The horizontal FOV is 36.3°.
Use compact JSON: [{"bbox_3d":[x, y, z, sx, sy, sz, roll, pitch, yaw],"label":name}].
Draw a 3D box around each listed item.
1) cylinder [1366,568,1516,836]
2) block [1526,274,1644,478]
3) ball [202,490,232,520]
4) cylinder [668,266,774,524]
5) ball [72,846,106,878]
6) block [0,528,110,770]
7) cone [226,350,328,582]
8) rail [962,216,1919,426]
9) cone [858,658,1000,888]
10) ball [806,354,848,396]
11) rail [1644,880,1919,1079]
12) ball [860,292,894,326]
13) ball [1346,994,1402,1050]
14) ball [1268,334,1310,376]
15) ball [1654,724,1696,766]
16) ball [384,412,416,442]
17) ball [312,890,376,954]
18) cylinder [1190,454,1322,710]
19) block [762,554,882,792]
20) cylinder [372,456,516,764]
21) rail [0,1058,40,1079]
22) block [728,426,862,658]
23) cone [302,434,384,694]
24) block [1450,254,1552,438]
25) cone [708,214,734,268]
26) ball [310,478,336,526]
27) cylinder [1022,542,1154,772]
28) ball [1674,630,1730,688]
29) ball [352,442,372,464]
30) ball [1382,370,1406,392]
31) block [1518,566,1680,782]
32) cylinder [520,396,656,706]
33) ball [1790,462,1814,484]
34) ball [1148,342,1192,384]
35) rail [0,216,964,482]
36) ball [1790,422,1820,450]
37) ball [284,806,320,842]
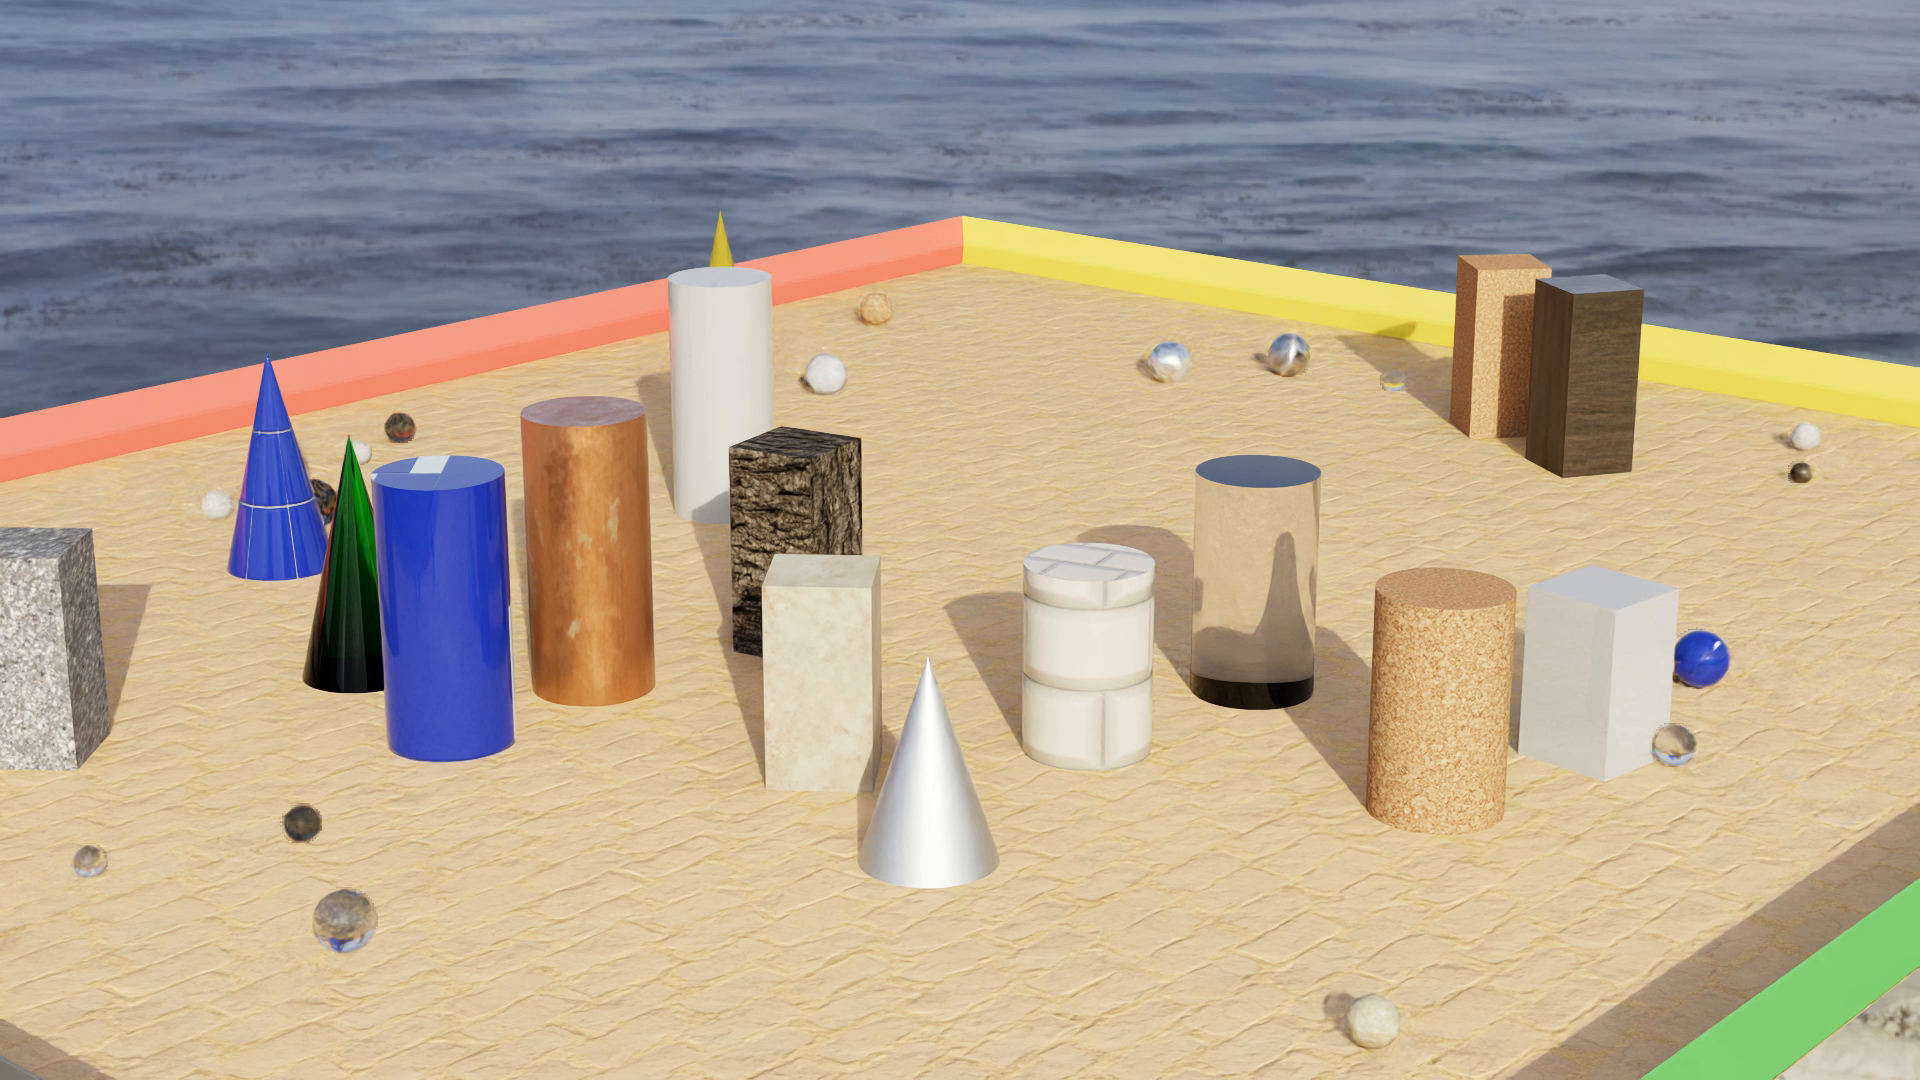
[{"bbox_3d":[0.677,0.225,4.130,0.195,0.330,0.195,0,17,0],"label":"cylinder"},{"bbox_3d":[1.254,-0.331,5.897,0.156,0.375,0.156,-5,18,-17],"label":"block"},{"bbox_3d":[-1.411,-0.066,5.567,0.058,0.058,0.058,0,17,0],"label":"ball"},{"bbox_3d":[-0.452,-0.276,5.576,0.195,0.455,0.195,0,17,0],"label":"cylinder"},{"bbox_3d":[-1.171,0.432,3.941,0.043,0.043,0.043,0,17,0],"label":"ball"},{"bbox_3d":[-1.376,0.160,4.351,0.156,0.327,0.156,1,17,2],"label":"block"},{"bbox_3d":[-1.225,-0.145,5.238,0.195,0.399,0.195,0,17,0],"label":"cone"},{"bbox_3d":[1.434,-0.445,6.702,3.824,0.127,0.045,14,22,39],"label":"rail"},{"bbox_3d":[-0.043,0.295,3.960,0.195,0.295,0.195,0,17,0],"label":"cone"},{"bbox_3d":[-0.297,-0.367,6.504,0.092,0.092,0.092,0,17,0],"label":"ball"},{"bbox_3d":[1.426,0.389,3.935,0.045,0.127,4.422,14,22,39],"label":"rail"},{"bbox_3d":[-0.205,-0.565,7.181,0.081,0.081,0.081,0,17,0],"label":"ball"},{"bbox_3d":[0.487,0.567,3.455,0.064,0.064,0.064,0,17,0],"label":"ball"},{"bbox_3d":[0.750,-0.422,6.678,0.097,0.097,0.097,0,17,0],"label":"ball"},{"bbox_3d":[1.056,0.303,4.329,0.061,0.061,0.061,0,17,0],"label":"ball"},{"bbox_3d":[-1.168,-0.235,6.116,0.064,0.064,0.064,0,17,0],"label":"ball"},{"bbox_3d":[-0.780,0.483,3.710,0.080,0.080,0.080,0,17,0],"label":"ball"},{"bbox_3d":[0.464,0.065,4.610,0.195,0.360,0.195,0,17,0],"label":"cylinder"},{"bbox_3d":[-0.199,0.193,4.273,0.156,0.310,0.156,1,17,3],"label":"block"},{"bbox_3d":[-0.769,0.102,4.383,0.195,0.420,0.195,0,17,0],"label":"cylinder"},{"bbox_3d":[-1.434,0.509,3.539,3.824,0.127,0.045,14,22,39],"label":"rail"},{"bbox_3d":[-0.267,0.009,4.814,0.156,0.349,0.156,9,19,29],"label":"block"},{"bbox_3d":[-0.963,0.023,4.677,0.195,0.401,0.195,0,17,0],"label":"cone"},{"bbox_3d":[1.139,-0.410,6.185,0.156,0.359,0.156,-2,17,-6],"label":"block"},{"bbox_3d":[-0.517,-0.506,6.383,0.195,0.429,0.195,0,17,0],"label":"cone"},{"bbox_3d":[-1.215,-0.068,5.510,0.094,0.094,0.094,0,17,0],"label":"ball"},{"bbox_3d":[0.190,0.172,4.370,0.195,0.293,0.195,0,17,0],"label":"cylinder"},{"bbox_3d":[1.178,0.189,4.663,0.091,0.091,0.091,0,17,0],"label":"ball"},{"bbox_3d":[-1.219,-0.177,5.951,0.048,0.048,0.048,0,17,0],"label":"ball"},{"bbox_3d":[0.969,-0.355,6.536,0.052,0.052,0.052,0,17,0],"label":"ball"},{"bbox_3d":[0.945,0.195,4.345,0.156,0.263,0.156,-15,22,-40],"label":"block"},{"bbox_3d":[-0.583,0.016,4.612,0.195,0.452,0.195,0,17,0],"label":"cylinder"},{"bbox_3d":[1.668,-0.133,5.812,0.044,0.044,0.044,0,17,0],"label":"ball"},{"bbox_3d":[0.474,-0.401,6.611,0.095,0.095,0.095,0,17,0],"label":"ball"},{"bbox_3d":[-1.426,-0.326,6.306,0.045,0.127,4.422,14,22,39],"label":"rail"},{"bbox_3d":[1.746,-0.214,6.053,0.060,0.060,0.060,0,17,0],"label":"ball"},{"bbox_3d":[-0.911,0.393,4.059,0.051,0.051,0.051,0,17,0],"label":"ball"}]
